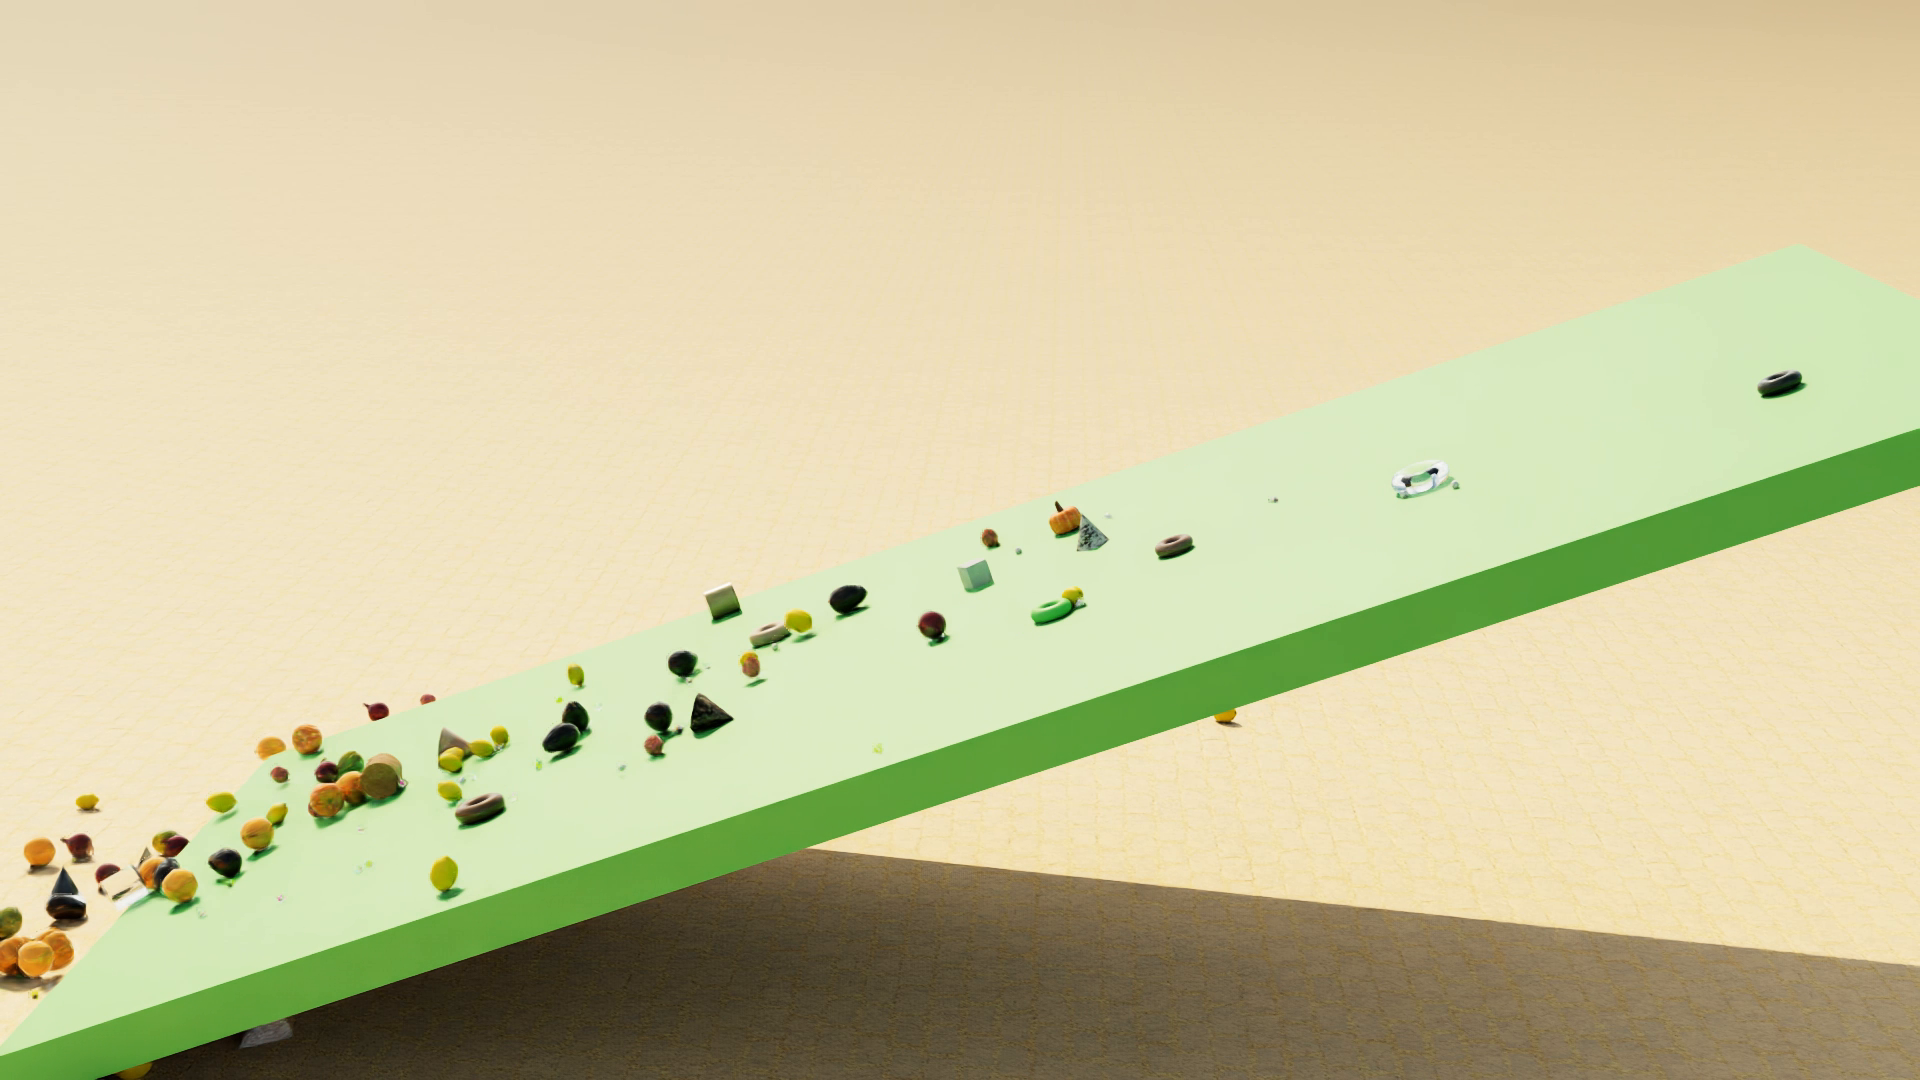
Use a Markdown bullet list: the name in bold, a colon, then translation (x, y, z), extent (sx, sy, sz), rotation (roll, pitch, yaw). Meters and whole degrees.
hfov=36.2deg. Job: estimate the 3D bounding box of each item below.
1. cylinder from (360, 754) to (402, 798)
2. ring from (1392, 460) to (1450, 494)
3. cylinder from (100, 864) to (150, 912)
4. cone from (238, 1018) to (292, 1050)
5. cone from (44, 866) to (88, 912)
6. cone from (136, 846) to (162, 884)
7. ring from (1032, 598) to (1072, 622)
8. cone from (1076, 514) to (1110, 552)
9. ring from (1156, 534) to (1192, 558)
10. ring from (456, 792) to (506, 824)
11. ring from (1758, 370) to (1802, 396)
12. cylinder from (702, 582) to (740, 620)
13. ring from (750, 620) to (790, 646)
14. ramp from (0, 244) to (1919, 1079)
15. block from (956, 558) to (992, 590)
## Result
- **cylinder**: translation (-1.290, 0.526, 6.563), extent (0.084, 0.084, 0.084), rotation (-1, 10, -4)
- **ring**: translation (0.937, -0.128, 5.989), extent (0.123, 0.041, 0.123), rotation (-19, 12, 4)
- **cylinder**: translation (-1.812, 0.755, 6.380), extent (0.076, 0.076, 0.076), rotation (-32, 25, -22)
- **cone**: translation (-1.398, 0.982, 5.847), extent (0.098, 0.098, 0.098), rotation (13, 44, 46)
- **cone**: translation (-2.023, 0.781, 6.643), extent (0.095, 0.095, 0.095), rotation (0, 12, 0)
- **cone**: translation (-1.886, 0.748, 6.825), extent (0.082, 0.082, 0.082), rotation (0, 12, 0)
- **ring**: translation (0.186, 0.143, 6.005), extent (0.087, 0.029, 0.087), rotation (-18, 12, 4)
- **cone**: translation (0.283, -0.025, 6.526), extent (0.077, 0.077, 0.077), rotation (-19, 11, 4)
- **ring**: translation (0.450, 0.012, 6.188), extent (0.084, 0.028, 0.084), rotation (-19, 12, 4)
- **ring**: translation (-0.985, 0.551, 6.042), extent (0.108, 0.036, 0.108), rotation (-18, 10, 3)
- **ring**: translation (1.598, -0.307, 5.734), extent (0.089, 0.030, 0.089), rotation (-21, 8, 3)
- **cylinder**: translation (-0.584, 0.148, 7.206), extent (0.072, 0.072, 0.072), rotation (-21, 16, -9)
- **ring**: translation (-0.436, 0.214, 6.735), extent (0.098, 0.033, 0.098), rotation (-19, 12, 4)
- **ramp**: translation (0.110, 0.179, 6.302), extent (4.000, 0.100, 2.000), rotation (-19, 11, 6)
- **block**: translation (0.033, 0.075, 6.543), extent (0.052, 0.052, 0.052), rotation (-24, 12, -21)
